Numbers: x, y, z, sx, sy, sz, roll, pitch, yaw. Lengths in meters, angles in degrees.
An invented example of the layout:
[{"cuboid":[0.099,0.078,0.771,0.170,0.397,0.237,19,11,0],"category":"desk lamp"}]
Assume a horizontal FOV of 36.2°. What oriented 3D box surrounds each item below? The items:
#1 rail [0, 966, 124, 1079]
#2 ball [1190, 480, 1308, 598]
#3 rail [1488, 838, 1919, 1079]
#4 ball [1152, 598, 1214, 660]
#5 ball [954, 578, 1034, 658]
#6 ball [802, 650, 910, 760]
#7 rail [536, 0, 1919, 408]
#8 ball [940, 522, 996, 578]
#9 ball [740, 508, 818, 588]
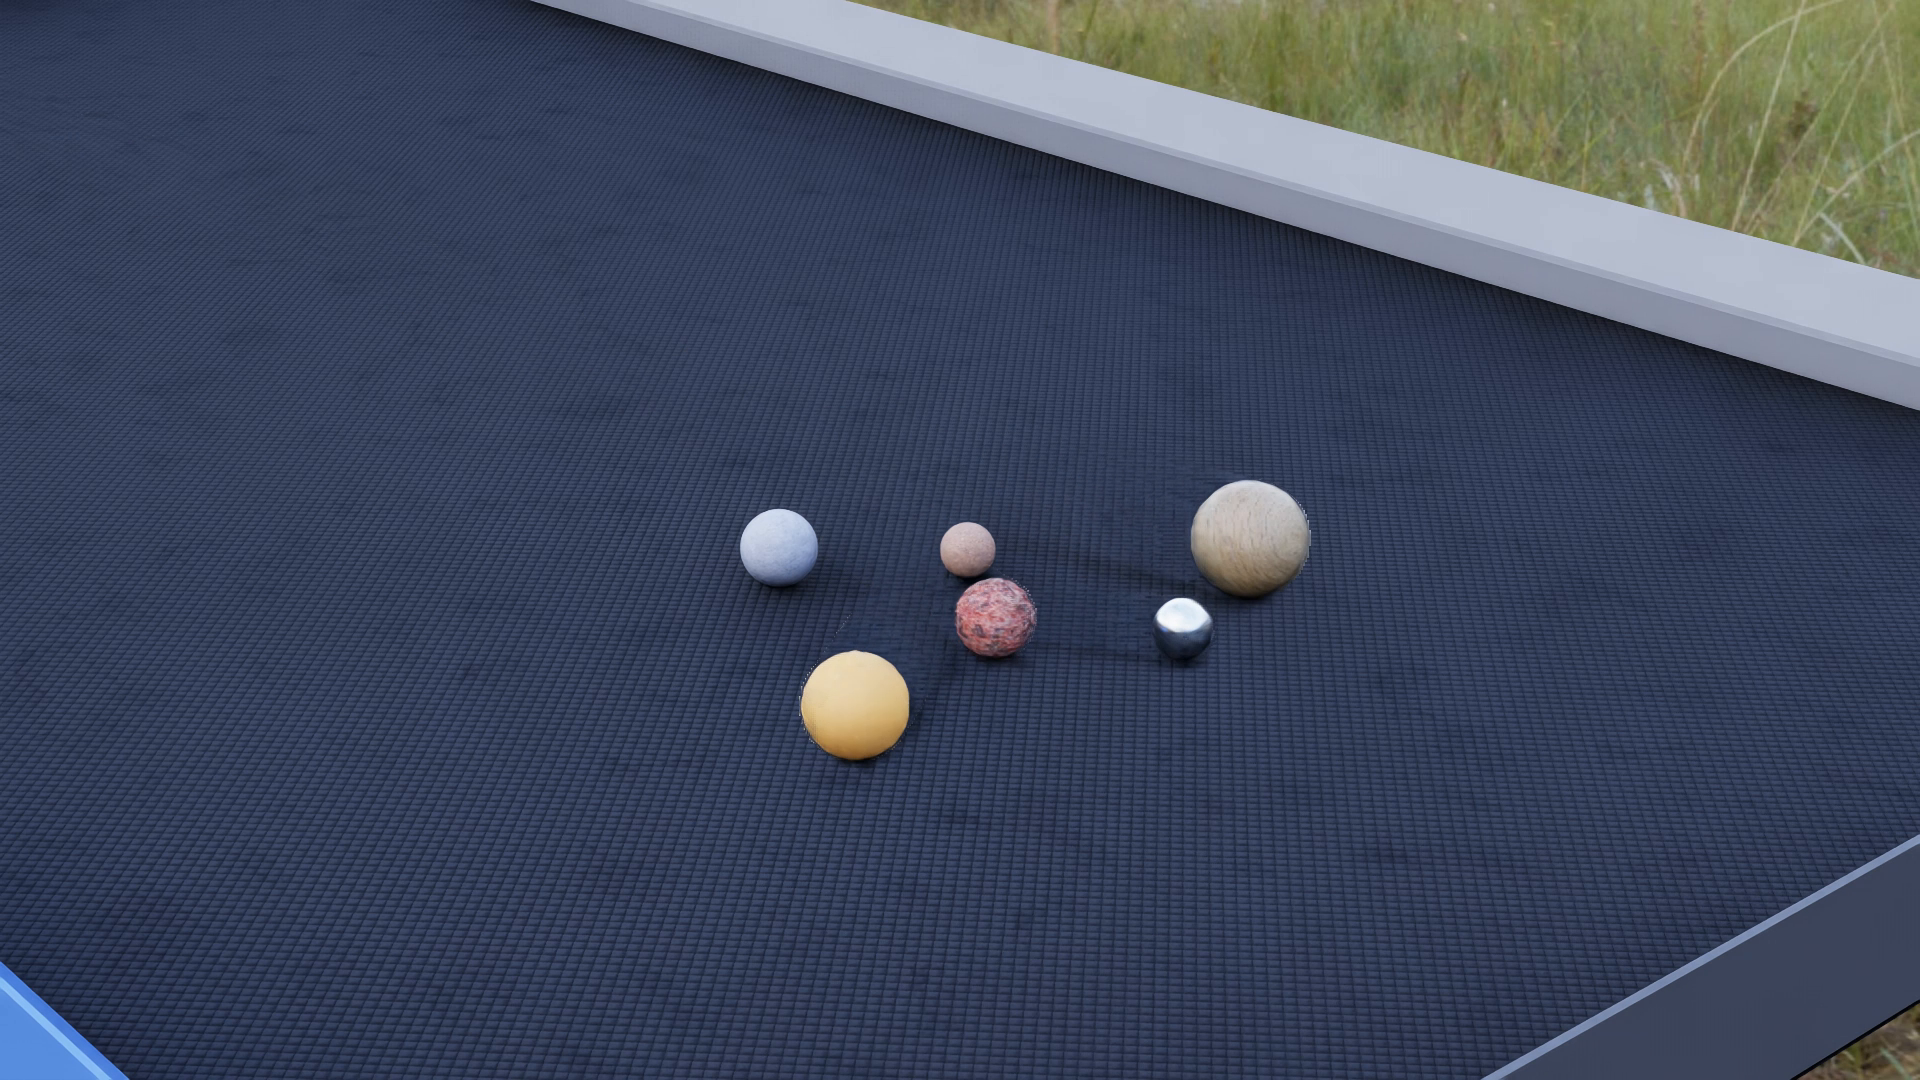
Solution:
[{"cuboid":[-1.284,-0.055,2.469,0.045,0.124,3.568,-18,29,-37],"category":"rail"},{"cuboid":[0.234,-0.001,2.379,0.095,0.095,0.095,0,23,0],"category":"ball"},{"cuboid":[0.568,0.224,1.801,1.901,0.124,0.045,-18,29,-37],"category":"rail"},{"cuboid":[0.173,0.068,2.275,0.048,0.048,0.048,0,23,0],"category":"ball"},{"cuboid":[0.027,0.060,2.275,0.062,0.062,0.062,0,23,0],"category":"ball"},{"cuboid":[-0.075,0.119,2.114,0.078,0.078,0.078,0,23,0],"category":"ball"},{"cuboid":[0.117,-0.522,3.589,0.045,0.124,3.568,-18,29,-37],"category":"rail"},{"cuboid":[0.006,0.008,2.421,0.046,0.046,0.046,0,23,0],"category":"ball"},{"cuboid":[-0.148,0.007,2.402,0.064,0.064,0.064,0,23,0],"category":"ball"}]
